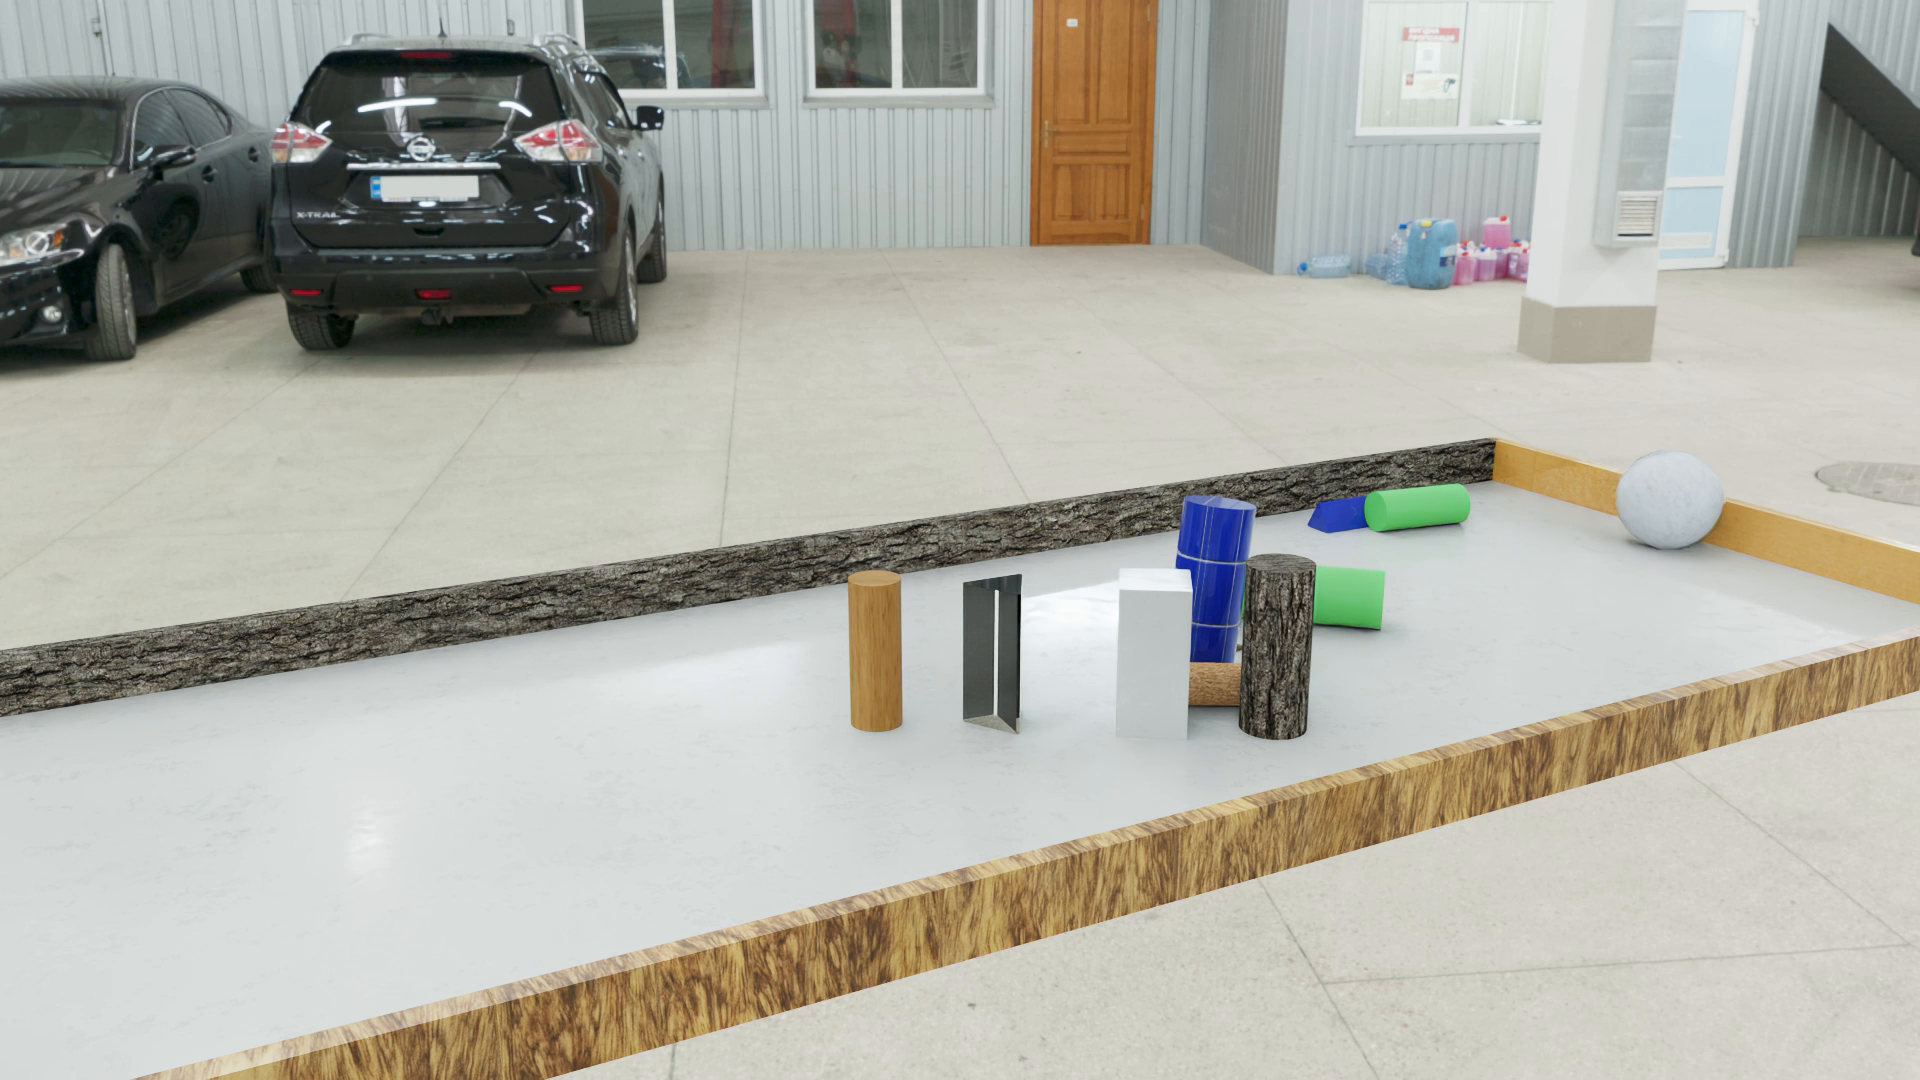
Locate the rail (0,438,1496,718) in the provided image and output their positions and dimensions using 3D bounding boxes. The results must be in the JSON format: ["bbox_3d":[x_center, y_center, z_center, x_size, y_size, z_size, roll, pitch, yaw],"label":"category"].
[{"bbox_3d":[-3.305,0.497,3.399,12.000,0.150,0.050,-9,18,-27],"label":"rail"}]

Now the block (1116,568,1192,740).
[{"bbox_3d":[0.447,0.262,3.827,0.164,0.359,0.164,2,16,5],"label":"block"}]

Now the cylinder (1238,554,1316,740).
[{"bbox_3d":[0.732,0.245,3.809,0.158,0.400,0.158,0,16,0],"label":"cylinder"}]

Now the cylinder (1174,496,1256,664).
[{"bbox_3d":[0.615,0.127,4.089,0.178,0.449,0.178,6,11,-1],"label":"cylinder"}]

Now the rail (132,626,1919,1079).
[{"bbox_3d":[-2.336,1.006,1.665,12.000,0.150,0.050,-9,18,-27],"label":"rail"}]

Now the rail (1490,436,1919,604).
[{"bbox_3d":[2.466,-0.048,5.253,0.050,0.150,2.100,-9,18,-27],"label":"rail"}]

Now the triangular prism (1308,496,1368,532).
[{"bbox_3d":[1.332,-0.100,5.527,0.329,0.090,0.104,-8,18,-25],"label":"triangular prism"}]

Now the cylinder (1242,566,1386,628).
[{"bbox_3d":[0.951,0.148,4.567,0.428,0.160,0.160,4,17,15],"label":"cylinder"}]

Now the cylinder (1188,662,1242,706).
[{"bbox_3d":[0.607,0.348,3.987,0.405,0.103,0.103,1,16,3],"label":"cylinder"}]

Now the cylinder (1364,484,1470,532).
[{"bbox_3d":[1.523,-0.109,5.492,0.325,0.132,0.132,-6,17,-19],"label":"cylinder"}]

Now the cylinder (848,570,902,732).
[{"bbox_3d":[-0.197,0.259,3.843,0.123,0.356,0.123,0,16,0],"label":"cylinder"}]

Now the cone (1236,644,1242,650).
[{"bbox_3d":[0.607,0.270,4.314,0.365,0.138,0.138,6,14,-20],"label":"cone"}]

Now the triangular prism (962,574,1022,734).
[{"bbox_3d":[0.107,0.259,3.868,0.153,0.341,0.133,11,19,32],"label":"triangular prism"}]

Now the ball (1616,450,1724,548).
[{"bbox_3d":[2.253,-0.131,5.242,0.315,0.315,0.315,0,16,0],"label":"ball"}]
